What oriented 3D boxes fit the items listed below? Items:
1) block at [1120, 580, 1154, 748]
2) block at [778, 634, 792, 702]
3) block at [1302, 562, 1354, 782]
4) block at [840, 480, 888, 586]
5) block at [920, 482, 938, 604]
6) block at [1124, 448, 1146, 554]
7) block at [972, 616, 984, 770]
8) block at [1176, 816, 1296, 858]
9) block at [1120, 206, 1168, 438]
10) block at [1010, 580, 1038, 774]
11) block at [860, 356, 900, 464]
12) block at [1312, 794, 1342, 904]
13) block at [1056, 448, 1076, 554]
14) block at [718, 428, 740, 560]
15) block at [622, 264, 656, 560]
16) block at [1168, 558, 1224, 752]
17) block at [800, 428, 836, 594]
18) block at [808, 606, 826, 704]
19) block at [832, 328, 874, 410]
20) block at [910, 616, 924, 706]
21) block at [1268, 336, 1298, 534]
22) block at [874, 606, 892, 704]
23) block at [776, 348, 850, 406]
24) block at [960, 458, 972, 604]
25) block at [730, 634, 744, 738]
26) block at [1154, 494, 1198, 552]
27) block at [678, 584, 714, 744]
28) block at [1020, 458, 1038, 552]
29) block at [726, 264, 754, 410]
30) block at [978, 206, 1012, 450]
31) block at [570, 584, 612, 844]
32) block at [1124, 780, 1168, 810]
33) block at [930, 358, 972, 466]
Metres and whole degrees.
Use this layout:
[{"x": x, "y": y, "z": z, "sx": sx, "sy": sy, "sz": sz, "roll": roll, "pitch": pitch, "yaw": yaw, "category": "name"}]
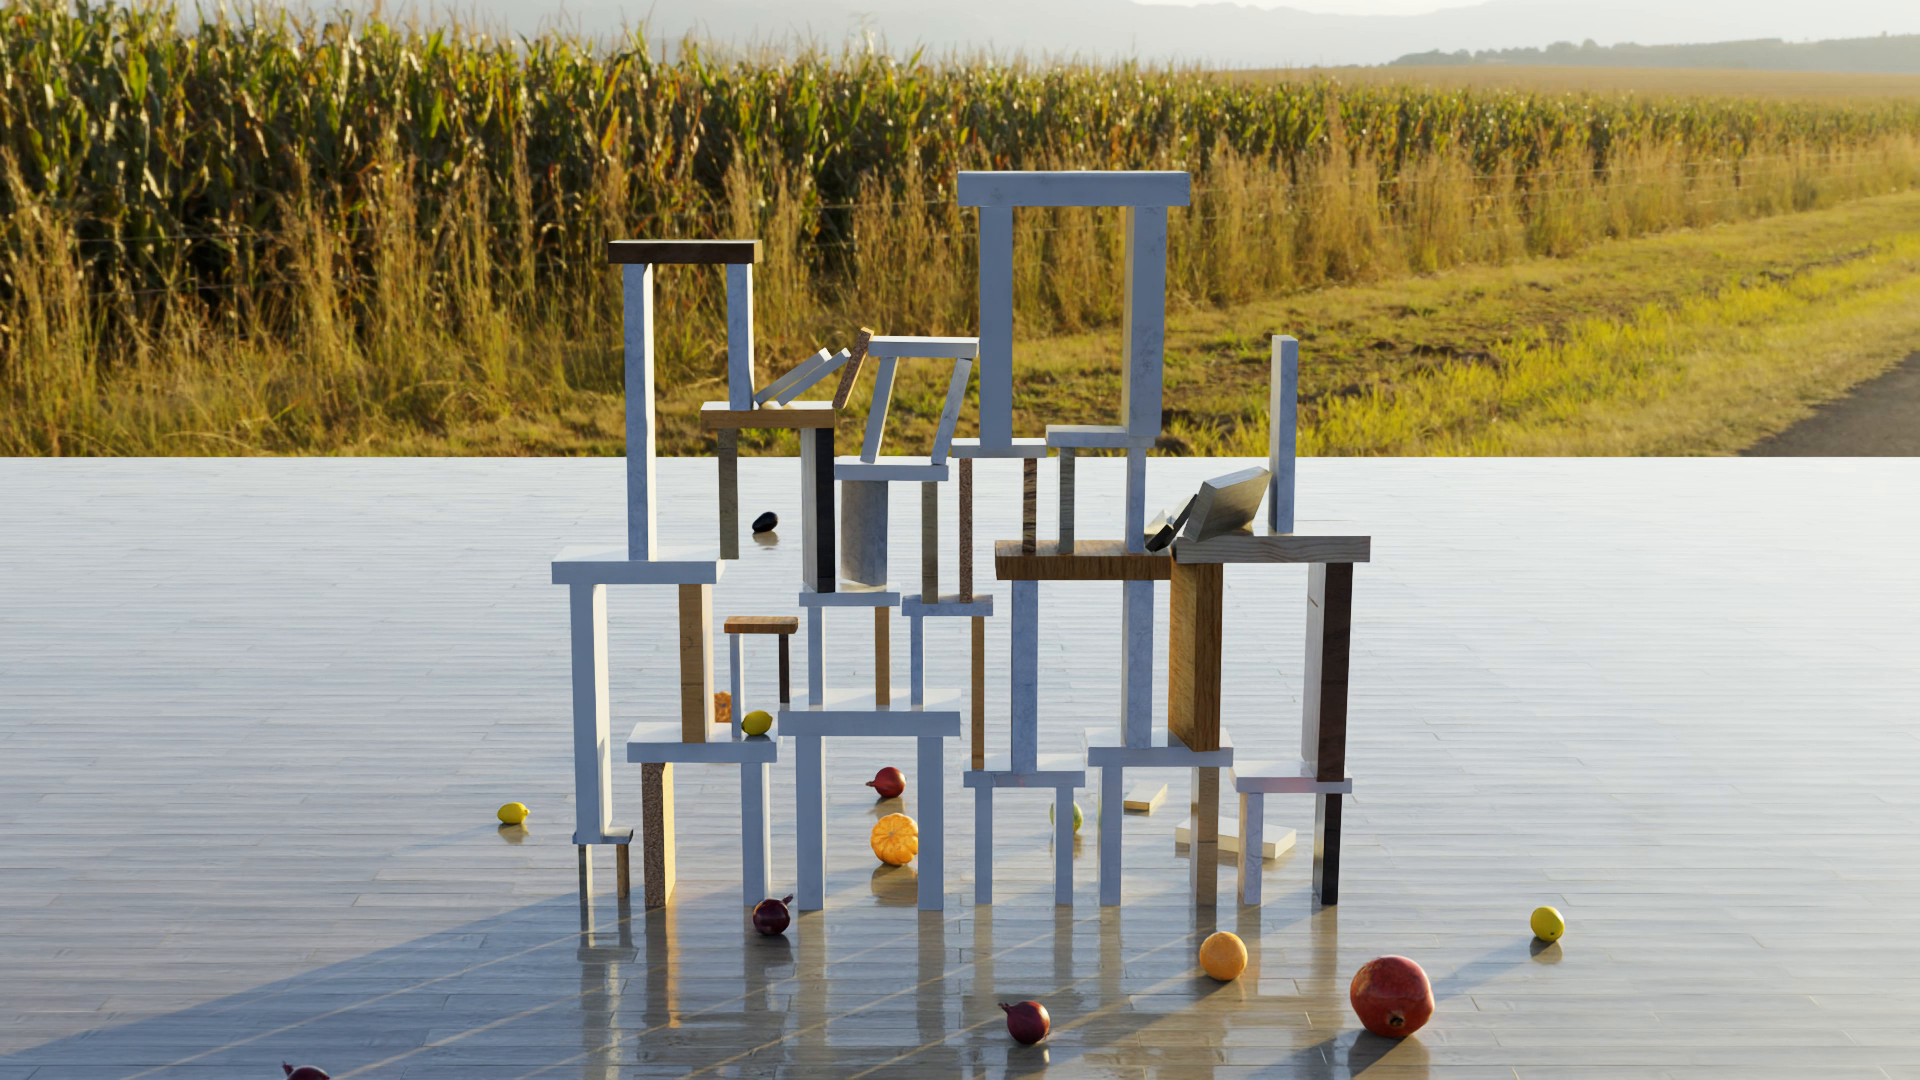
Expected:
[{"x": 0.290, "y": 0.188, "z": 3.597, "sx": 0.039, "sy": 0.278, "sz": 0.139, "roll": 0, "pitch": 11, "yaw": 0, "category": "block"}, {"x": -0.286, "y": 0.204, "z": 3.600, "sx": 0.016, "sy": 0.115, "sz": 0.058, "roll": 0, "pitch": 11, "yaw": 0, "category": "block"}, {"x": 0.600, "y": 0.200, "z": 3.599, "sx": 0.044, "sy": 0.361, "sz": 0.154, "roll": 0, "pitch": 11, "yaw": -1, "category": "block"}, {"x": -0.157, "y": -0.021, "z": 3.609, "sx": 0.026, "sy": 0.182, "sz": 0.091, "roll": -7, "pitch": 13, "yaw": -41, "category": "block"}, {"x": -0.050, "y": -0.003, "z": 3.561, "sx": 0.026, "sy": 0.199, "sz": 0.091, "roll": 0, "pitch": 11, "yaw": -2, "category": "block"}, {"x": 0.283, "y": -0.071, "z": 3.546, "sx": 0.024, "sy": 0.170, "sz": 0.085, "roll": 1, "pitch": 11, "yaw": 0, "category": "block"}, {"x": 0.029, "y": 0.242, "z": 3.601, "sx": 0.021, "sy": 0.255, "sz": 0.074, "roll": 0, "pitch": 11, "yaw": 0, "category": "block"}, {"x": 0.492, "y": 0.528, "z": 3.931, "sx": 0.191, "sy": 0.027, "sz": 0.095, "roll": 6, "pitch": 12, "yaw": 29, "category": "block"}, {"x": 0.291, "y": -0.353, "z": 3.491, "sx": 0.050, "sy": 0.356, "sz": 0.178, "roll": 1, "pitch": 11, "yaw": 0, "category": "block"}, {"x": 0.105, "y": 0.209, "z": 3.600, "sx": 0.039, "sy": 0.320, "sz": 0.139, "roll": 0, "pitch": 11, "yaw": 0, "category": "block"}, {"x": -0.129, "y": -0.213, "z": 3.527, "sx": 0.024, "sy": 0.171, "sz": 0.085, "roll": 12, "pitch": 11, "yaw": 0, "category": "block"}, {"x": 0.609, "y": 0.498, "z": 3.648, "sx": 0.027, "sy": 0.189, "sz": 0.095, "roll": 1, "pitch": 11, "yaw": 0, "category": "block"}, {"x": 0.170, "y": -0.070, "z": 3.546, "sx": 0.024, "sy": 0.170, "sz": 0.085, "roll": 0, "pitch": 11, "yaw": -1, "category": "block"}, {"x": -0.374, "y": -0.082, "z": 3.545, "sx": 0.030, "sy": 0.211, "sz": 0.106, "roll": -1, "pitch": 11, "yaw": -6, "category": "block"}, {"x": -0.512, "y": -0.209, "z": 3.521, "sx": 0.032, "sy": 0.470, "sz": 0.114, "roll": 0, "pitch": 11, "yaw": -2, "category": "block"}, {"x": 0.383, "y": 0.175, "z": 3.586, "sx": 0.044, "sy": 0.308, "sz": 0.154, "roll": -2, "pitch": 11, "yaw": -10, "category": "block"}, {"x": -0.230, "y": -0.056, "z": 3.560, "sx": 0.030, "sy": 0.268, "sz": 0.106, "roll": -3, "pitch": 11, "yaw": -17, "category": "block"}, {"x": -0.234, "y": 0.180, "z": 3.595, "sx": 0.023, "sy": 0.163, "sz": 0.081, "roll": 0, "pitch": 11, "yaw": 0, "category": "block"}, {"x": -0.171, "y": -0.274, "z": 3.516, "sx": 0.018, "sy": 0.131, "sz": 0.065, "roll": 22, "pitch": 9, "yaw": -1, "category": "block"}, {"x": -0.069, "y": 0.189, "z": 3.592, "sx": 0.021, "sy": 0.148, "sz": 0.074, "roll": 0, "pitch": 11, "yaw": 0, "category": "block"}, {"x": 0.517, "y": -0.171, "z": 3.524, "sx": 0.027, "sy": 0.307, "sz": 0.095, "roll": 0, "pitch": 11, "yaw": -1, "category": "block"}, {"x": -0.126, "y": 0.180, "z": 3.594, "sx": 0.023, "sy": 0.163, "sz": 0.081, "roll": 0, "pitch": 11, "yaw": 0, "category": "block"}, {"x": -0.234, "y": -0.260, "z": 3.515, "sx": 0.131, "sy": 0.018, "sz": 0.065, "roll": -34, "pitch": 7, "yaw": 8, "category": "block"}, {"x": 0.010, "y": -0.021, "z": 3.558, "sx": 0.022, "sy": 0.235, "sz": 0.076, "roll": 0, "pitch": 11, "yaw": 0, "category": "block"}, {"x": -0.365, "y": 0.232, "z": 3.605, "sx": 0.016, "sy": 0.173, "sz": 0.058, "roll": 0, "pitch": 11, "yaw": 0, "category": "block"}, {"x": 0.345, "y": -0.028, "z": 3.522, "sx": 0.014, "sy": 0.102, "sz": 0.051, "roll": 40, "pitch": -21, "yaw": -7, "category": "block"}, {"x": -0.430, "y": 0.187, "z": 3.598, "sx": 0.037, "sy": 0.263, "sz": 0.131, "roll": 0, "pitch": 11, "yaw": 0, "category": "block"}, {"x": 0.111, "y": -0.062, "z": 3.551, "sx": 0.022, "sy": 0.152, "sz": 0.076, "roll": 0, "pitch": 11, "yaw": 0, "category": "block"}, {"x": -0.348, "y": -0.326, "z": 3.488, "sx": 0.032, "sy": 0.229, "sz": 0.114, "roll": 0, "pitch": 11, "yaw": -2, "category": "block"}, {"x": 0.056, "y": -0.343, "z": 3.495, "sx": 0.050, "sy": 0.377, "sz": 0.178, "roll": 0, "pitch": 11, "yaw": 0, "category": "block"}, {"x": -0.606, "y": 0.271, "z": 3.612, "sx": 0.037, "sy": 0.433, "sz": 0.131, "roll": 0, "pitch": 11, "yaw": 0, "category": "block"}, {"x": 0.353, "y": 0.486, "z": 4.190, "sx": 0.051, "sy": 0.014, "sz": 0.136, "roll": 4, "pitch": 11, "yaw": 19, "category": "block"}, {"x": -0.013, "y": -0.210, "z": 3.519, "sx": 0.024, "sy": 0.171, "sz": 0.086, "roll": 15, "pitch": 10, "yaw": -2, "category": "block"}]
